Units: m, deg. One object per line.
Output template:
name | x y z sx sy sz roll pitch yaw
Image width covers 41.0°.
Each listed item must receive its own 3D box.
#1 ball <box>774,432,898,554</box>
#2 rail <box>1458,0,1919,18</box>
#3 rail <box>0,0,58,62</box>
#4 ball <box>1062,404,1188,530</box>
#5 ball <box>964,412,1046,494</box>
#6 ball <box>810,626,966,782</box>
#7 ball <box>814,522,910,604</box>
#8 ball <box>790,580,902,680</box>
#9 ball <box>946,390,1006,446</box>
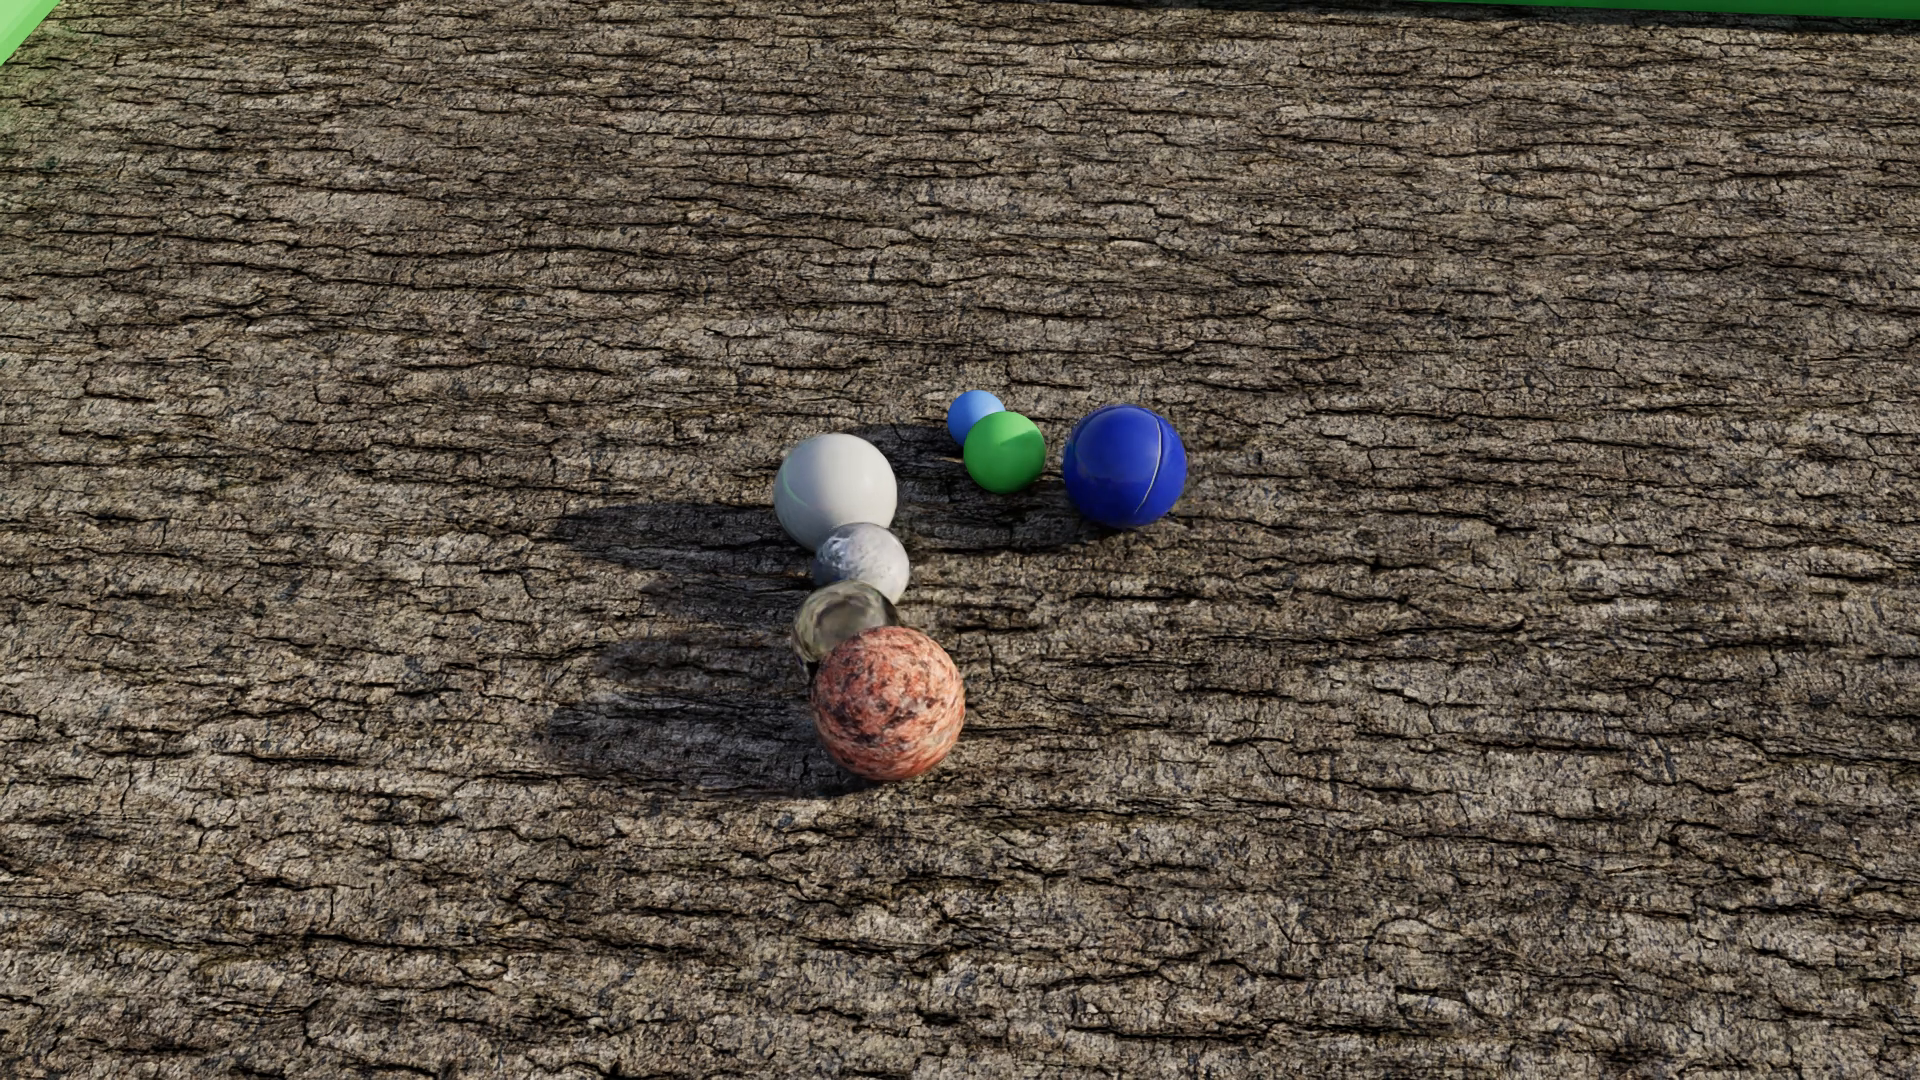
ball | -0.084 -0.031 1.739 0.084 0.084 0.084 0 36 0
rail | 1.047 -0.532 2.403 3.852 0.122 0.045 3 36 4
rail | -0.935 -0.071 1.762 0.045 0.122 1.981 3 36 4
ball | 0.114 -0.050 1.766 0.086 0.086 0.086 0 36 0
ball | 0.031 -0.061 1.805 0.058 0.058 0.058 0 36 0
ball | -0.044 0.099 1.551 0.094 0.094 0.094 0 36 0
ball | -0.065 0.020 1.687 0.063 0.063 0.063 0 36 0
ball | -0.072 0.060 1.624 0.071 0.071 0.071 0 36 0
ball | 0.012 -0.087 1.852 0.044 0.044 0.044 0 36 0
